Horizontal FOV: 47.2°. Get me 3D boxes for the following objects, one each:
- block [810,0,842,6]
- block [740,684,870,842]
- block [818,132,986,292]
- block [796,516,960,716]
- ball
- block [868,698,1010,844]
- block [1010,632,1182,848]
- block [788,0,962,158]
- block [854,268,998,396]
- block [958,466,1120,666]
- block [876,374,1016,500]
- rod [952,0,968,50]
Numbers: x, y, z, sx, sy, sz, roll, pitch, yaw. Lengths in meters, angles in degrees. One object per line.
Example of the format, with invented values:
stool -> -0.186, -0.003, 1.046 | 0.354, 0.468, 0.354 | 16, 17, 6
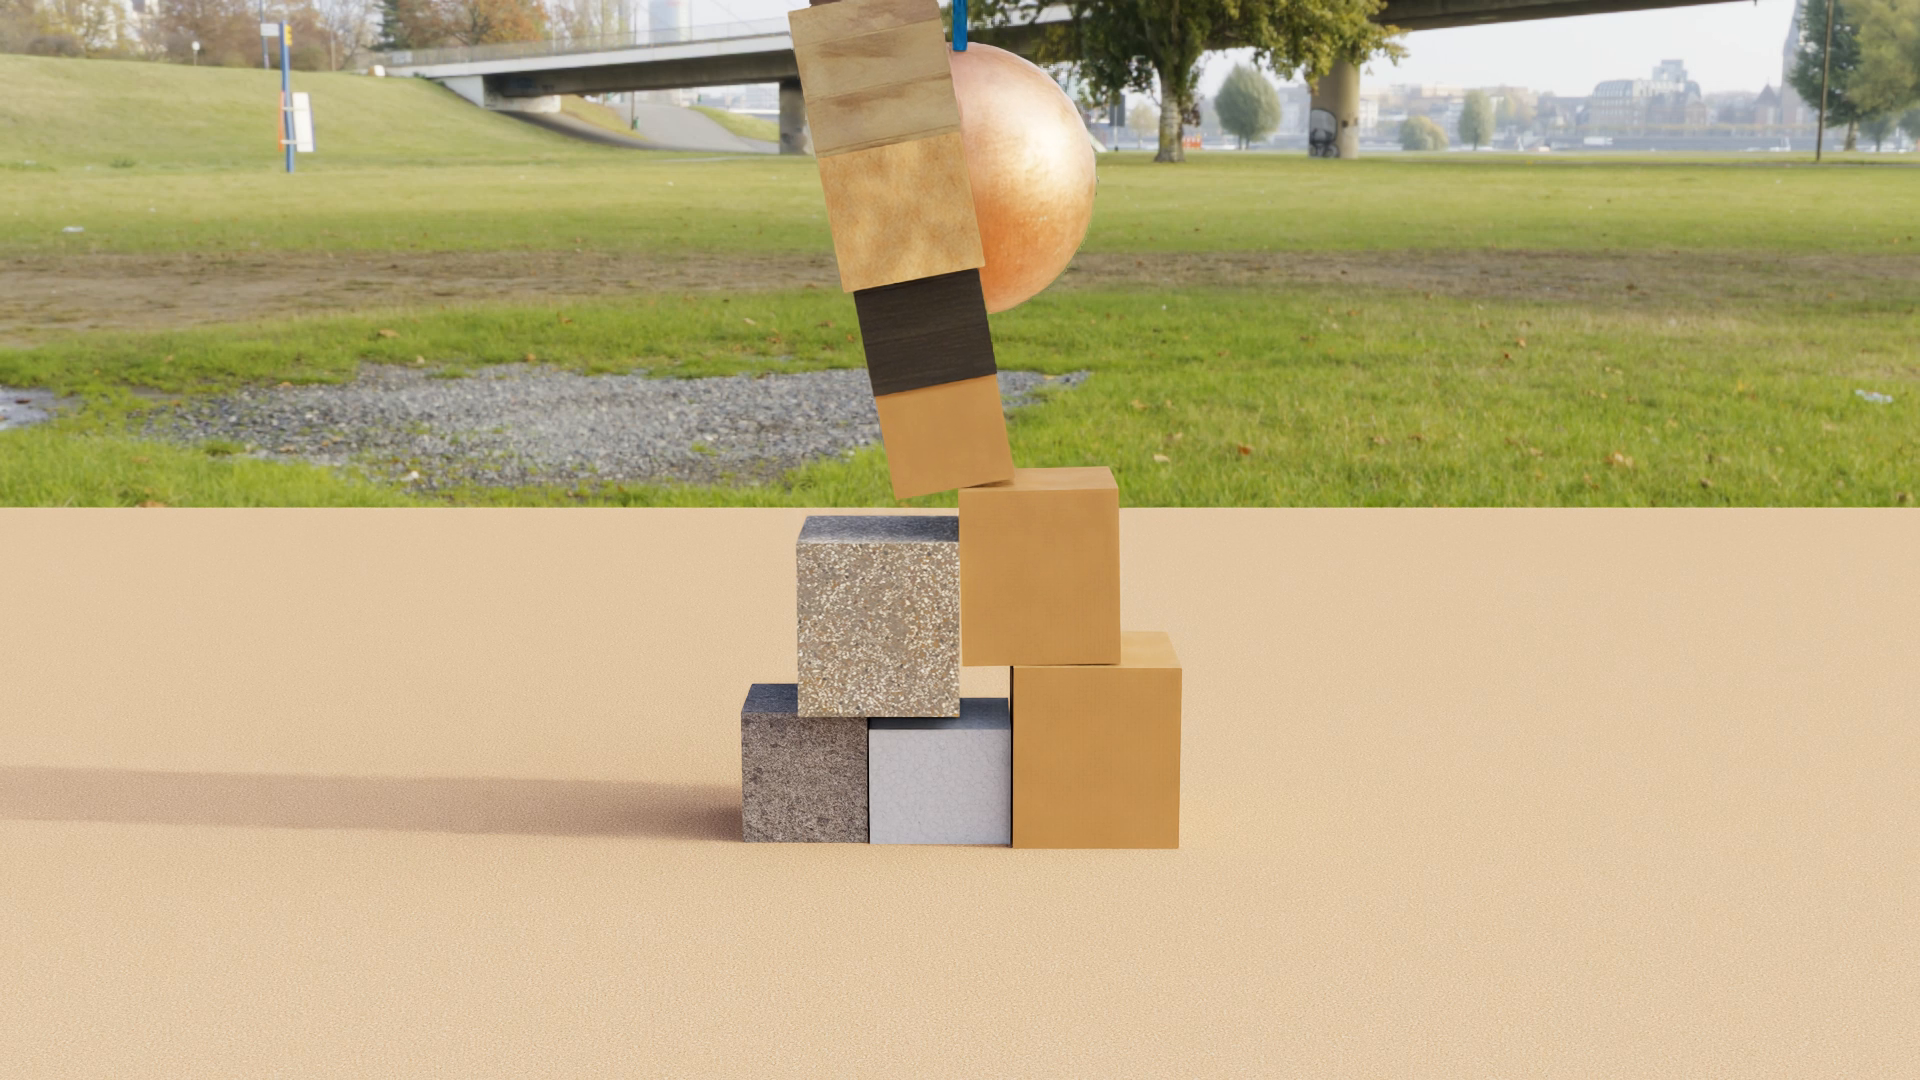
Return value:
block -> -0.509, -2.917, 10.651 | 0.525, 0.603, 0.492 | -11, 10, 2
block -> -0.782, 1.145, 11.373 | 0.632, 0.678, 0.612 | 0, 10, 0
block -> -0.280, -1.635, 10.892 | 0.694, 0.647, 0.756 | -11, 10, 2
block -> -0.405, 0.375, 11.263 | 0.802, 0.877, 0.823 | 0, 10, 0
ball -> 0.000, -2.104, 12.906 | 1.600, 1.600, 1.600 | 0, 10, 0
block -> -0.100, 1.185, 11.381 | 0.711, 0.596, 0.648 | 0, 10, 0
block -> 0.682, 1.017, 11.363 | 0.833, 0.933, 0.831 | 0, 10, 0
block -> -0.404, -2.281, 10.750 | 0.710, 0.698, 0.638 | -11, 10, 2
block -> -0.169, -1.067, 11.004 | 0.618, 0.533, 0.560 | -11, 10, 2
block -> 0.394, 0.122, 11.206 | 0.787, 0.878, 0.741 | -1, 10, 0
block -> -0.071, -0.555, 11.099 | 0.604, 0.526, 0.535 | -11, 10, 2
rod -> 0.000, -5.032, 11.179 | 0.080, 5.200, 0.080 | 0, 31, 0
